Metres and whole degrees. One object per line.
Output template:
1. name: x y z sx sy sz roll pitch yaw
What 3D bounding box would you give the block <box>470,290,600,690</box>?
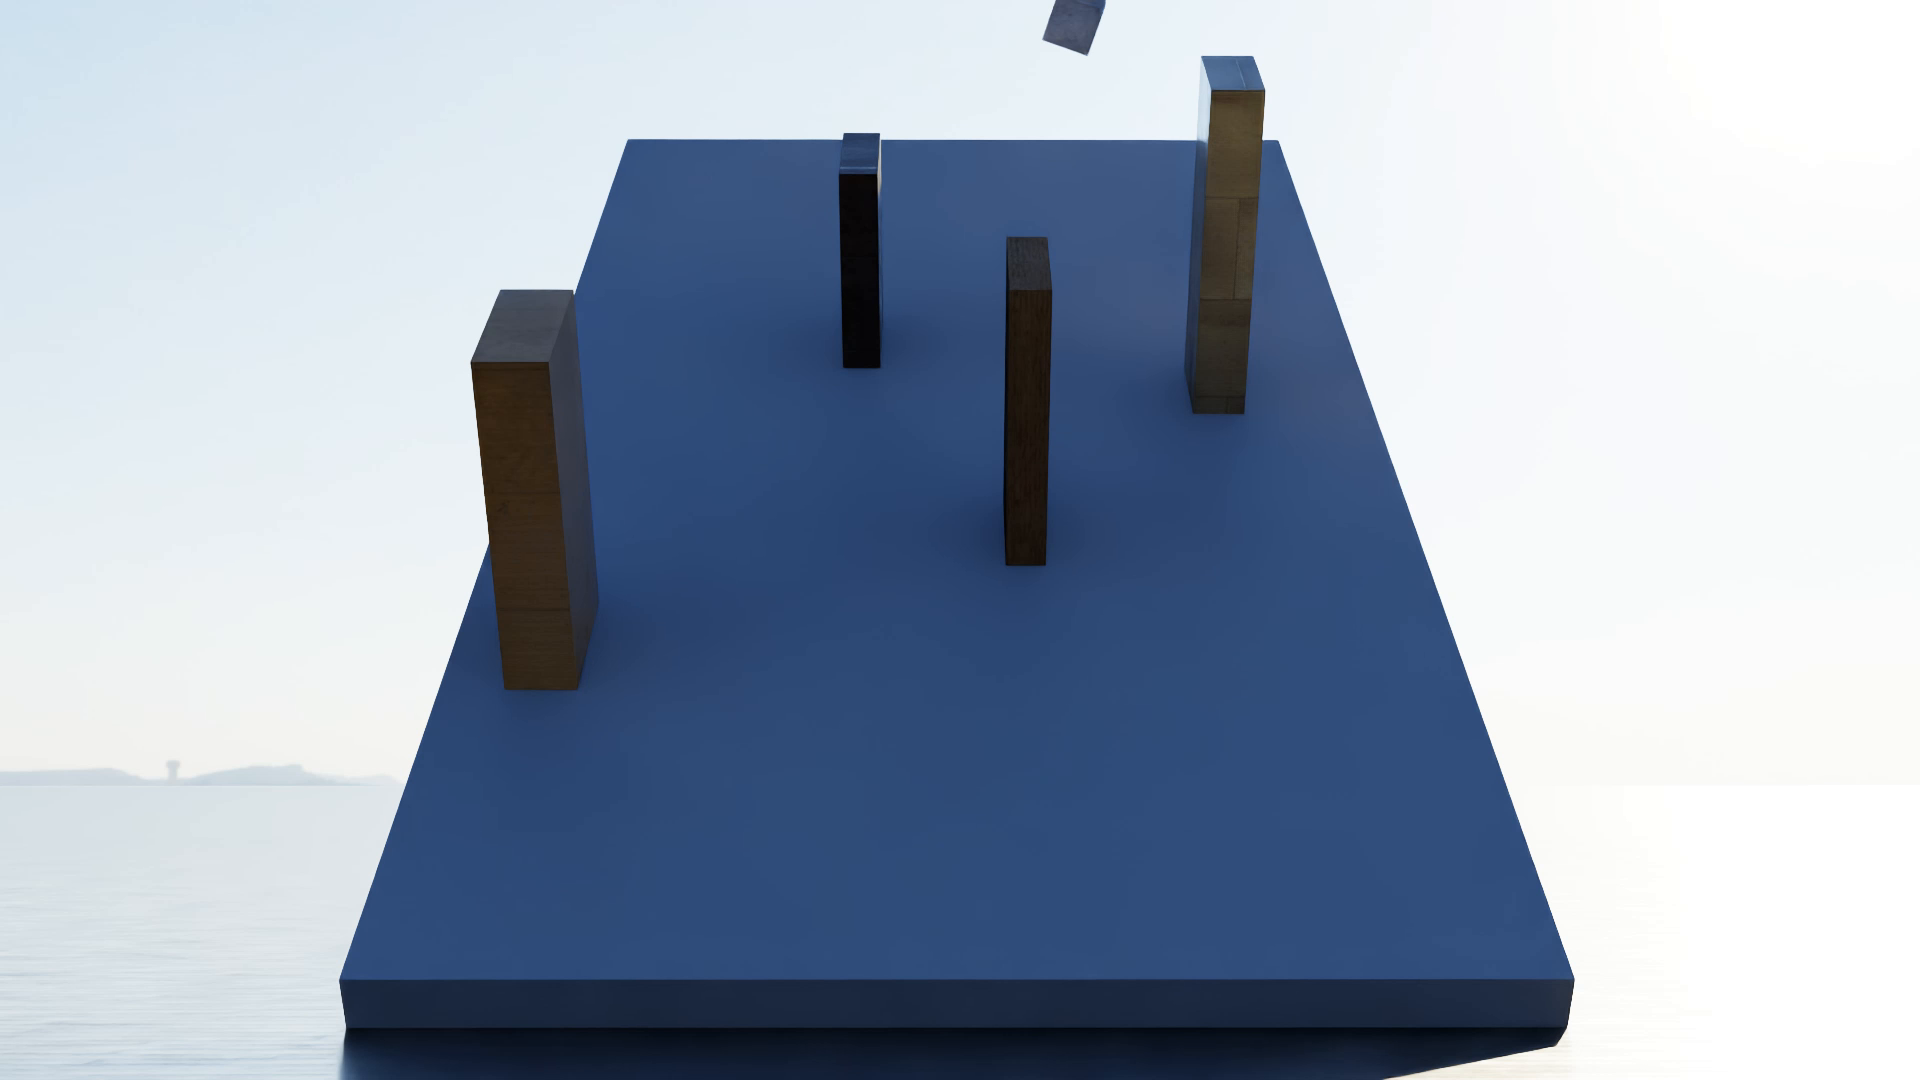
1. block: -0.809 -0.095 4.613 0.140 0.695 0.331 0 29 0

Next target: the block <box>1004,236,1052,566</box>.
1. block: 0.139 -0.289 5.036 0.084 0.629 0.280 0 29 0

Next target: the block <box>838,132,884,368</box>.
1. block: -0.242 -0.715 5.929 0.092 0.505 0.290 0 29 0

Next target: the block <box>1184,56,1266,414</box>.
1. block: 0.615 -0.709 5.622 0.121 0.797 0.249 0 29 0

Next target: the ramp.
1. ramp: -0.012 -0.217 5.656 2.000 0.100 4.000 0 29 0

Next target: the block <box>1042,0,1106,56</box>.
1. block: 0.346 -1.574 7.260 0.147 0.147 0.147 19 27 -2
